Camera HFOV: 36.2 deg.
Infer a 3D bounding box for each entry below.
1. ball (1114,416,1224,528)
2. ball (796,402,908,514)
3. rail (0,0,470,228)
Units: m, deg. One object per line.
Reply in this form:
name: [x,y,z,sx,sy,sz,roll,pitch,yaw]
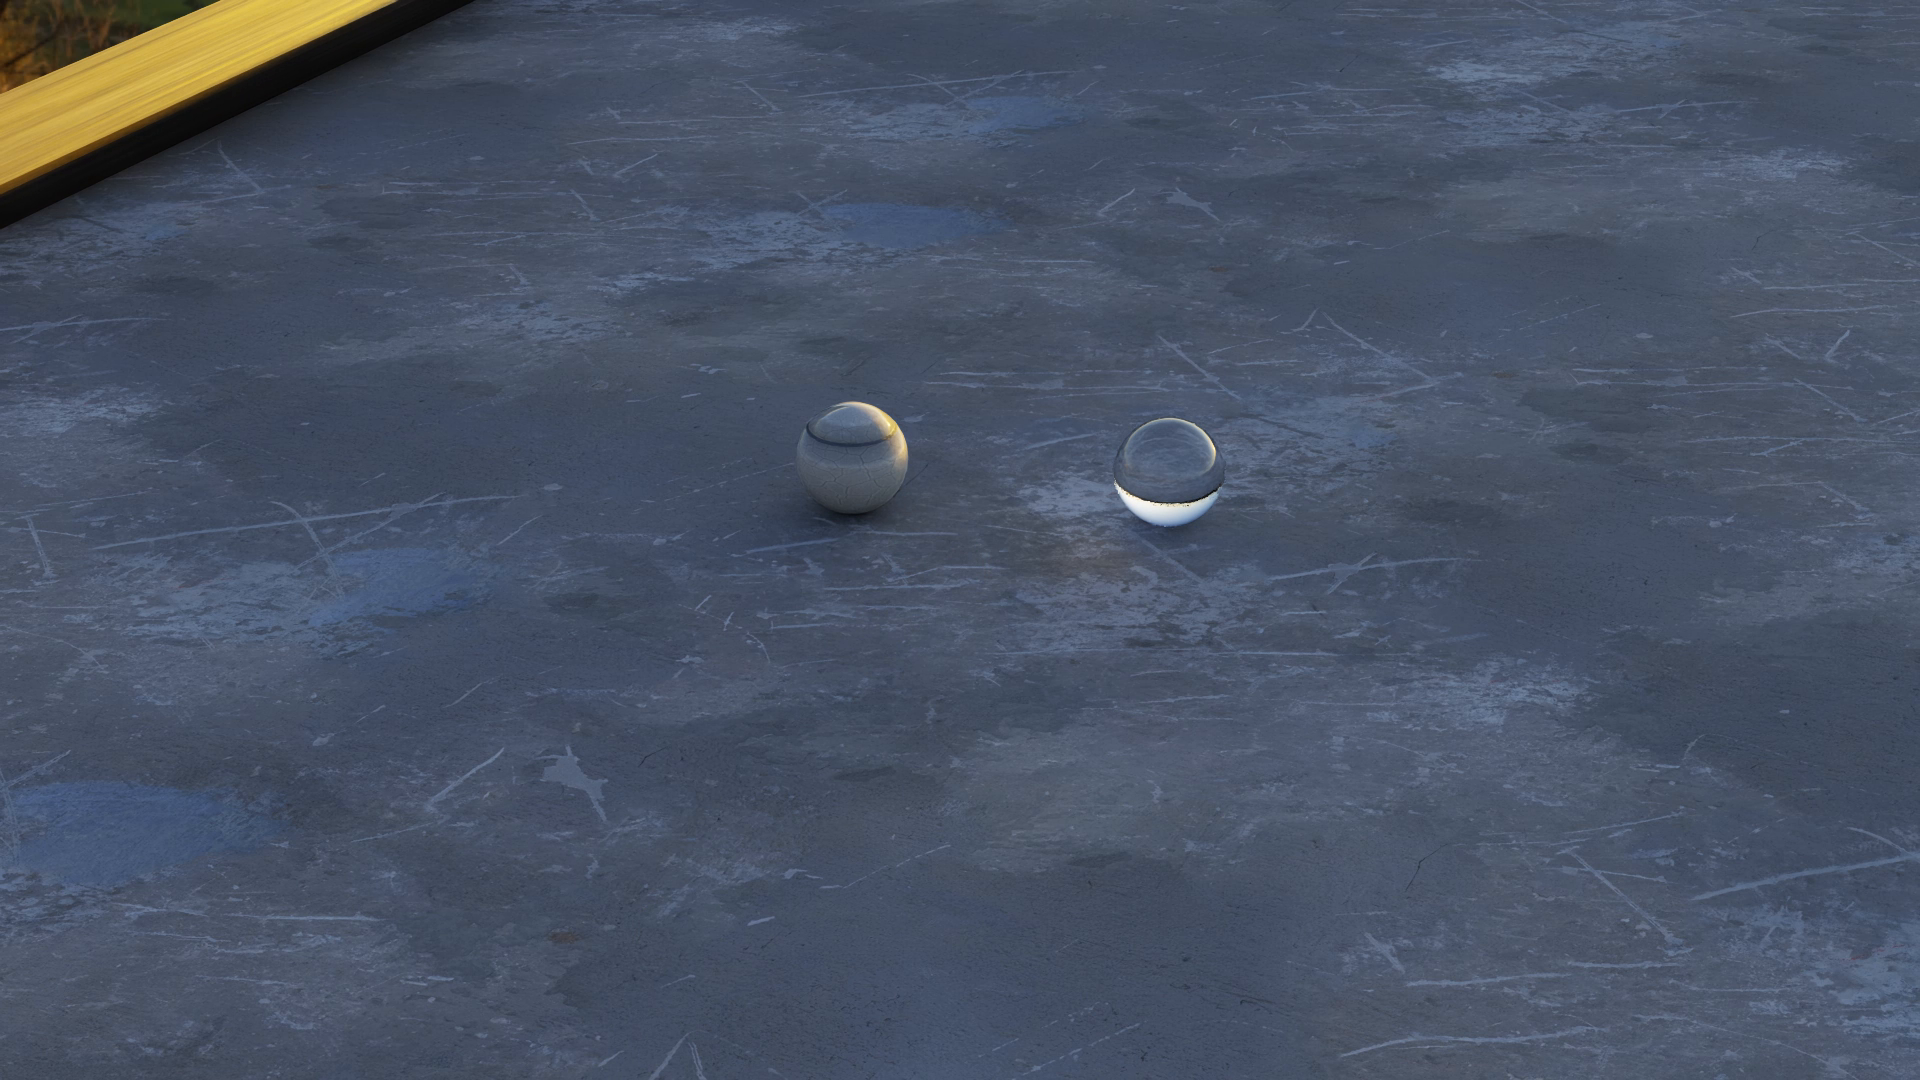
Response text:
ball: [0.133,-0.043,1.869,0.070,0.070,0.070,0,26,0]
ball: [-0.069,-0.053,1.886,0.072,0.072,0.072,0,26,0]
rail: [-0.523,-0.528,2.805,0.045,0.104,3.375,11,28,21]
